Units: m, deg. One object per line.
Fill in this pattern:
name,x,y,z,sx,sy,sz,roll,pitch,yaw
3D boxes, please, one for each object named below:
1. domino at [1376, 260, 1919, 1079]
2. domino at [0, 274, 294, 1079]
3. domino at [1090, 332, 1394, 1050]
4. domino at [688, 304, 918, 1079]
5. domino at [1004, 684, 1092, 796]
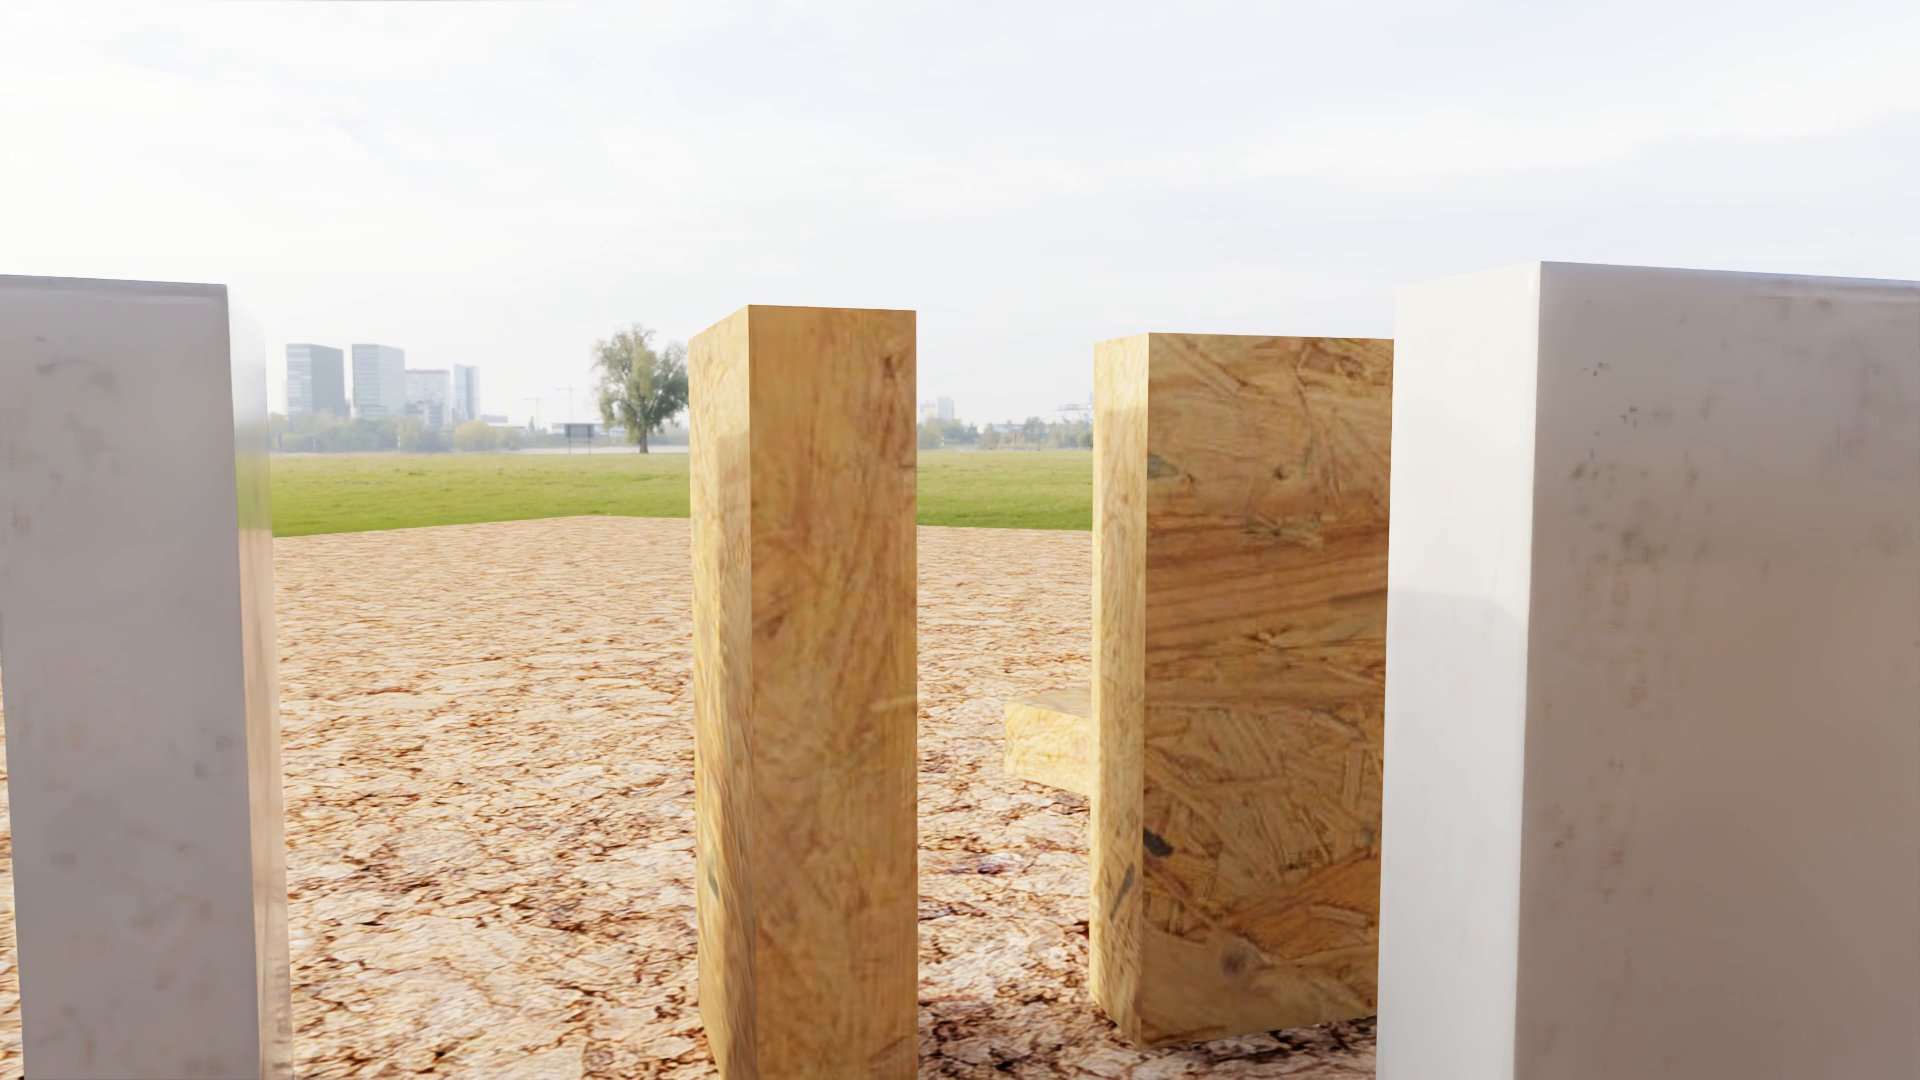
domino,0.034,0.013,0.063,0.025,0.050,0.009,-1,5,-18
domino,-0.044,0.012,0.072,0.010,0.050,0.025,-2,5,-25
domino,0.023,0.010,0.096,0.025,0.050,0.010,-1,4,-17
domino,-0.011,0.011,0.084,0.009,0.050,0.025,-1,5,-19
domino,0.032,0.026,0.156,0.025,0.010,0.050,-4,6,-43
